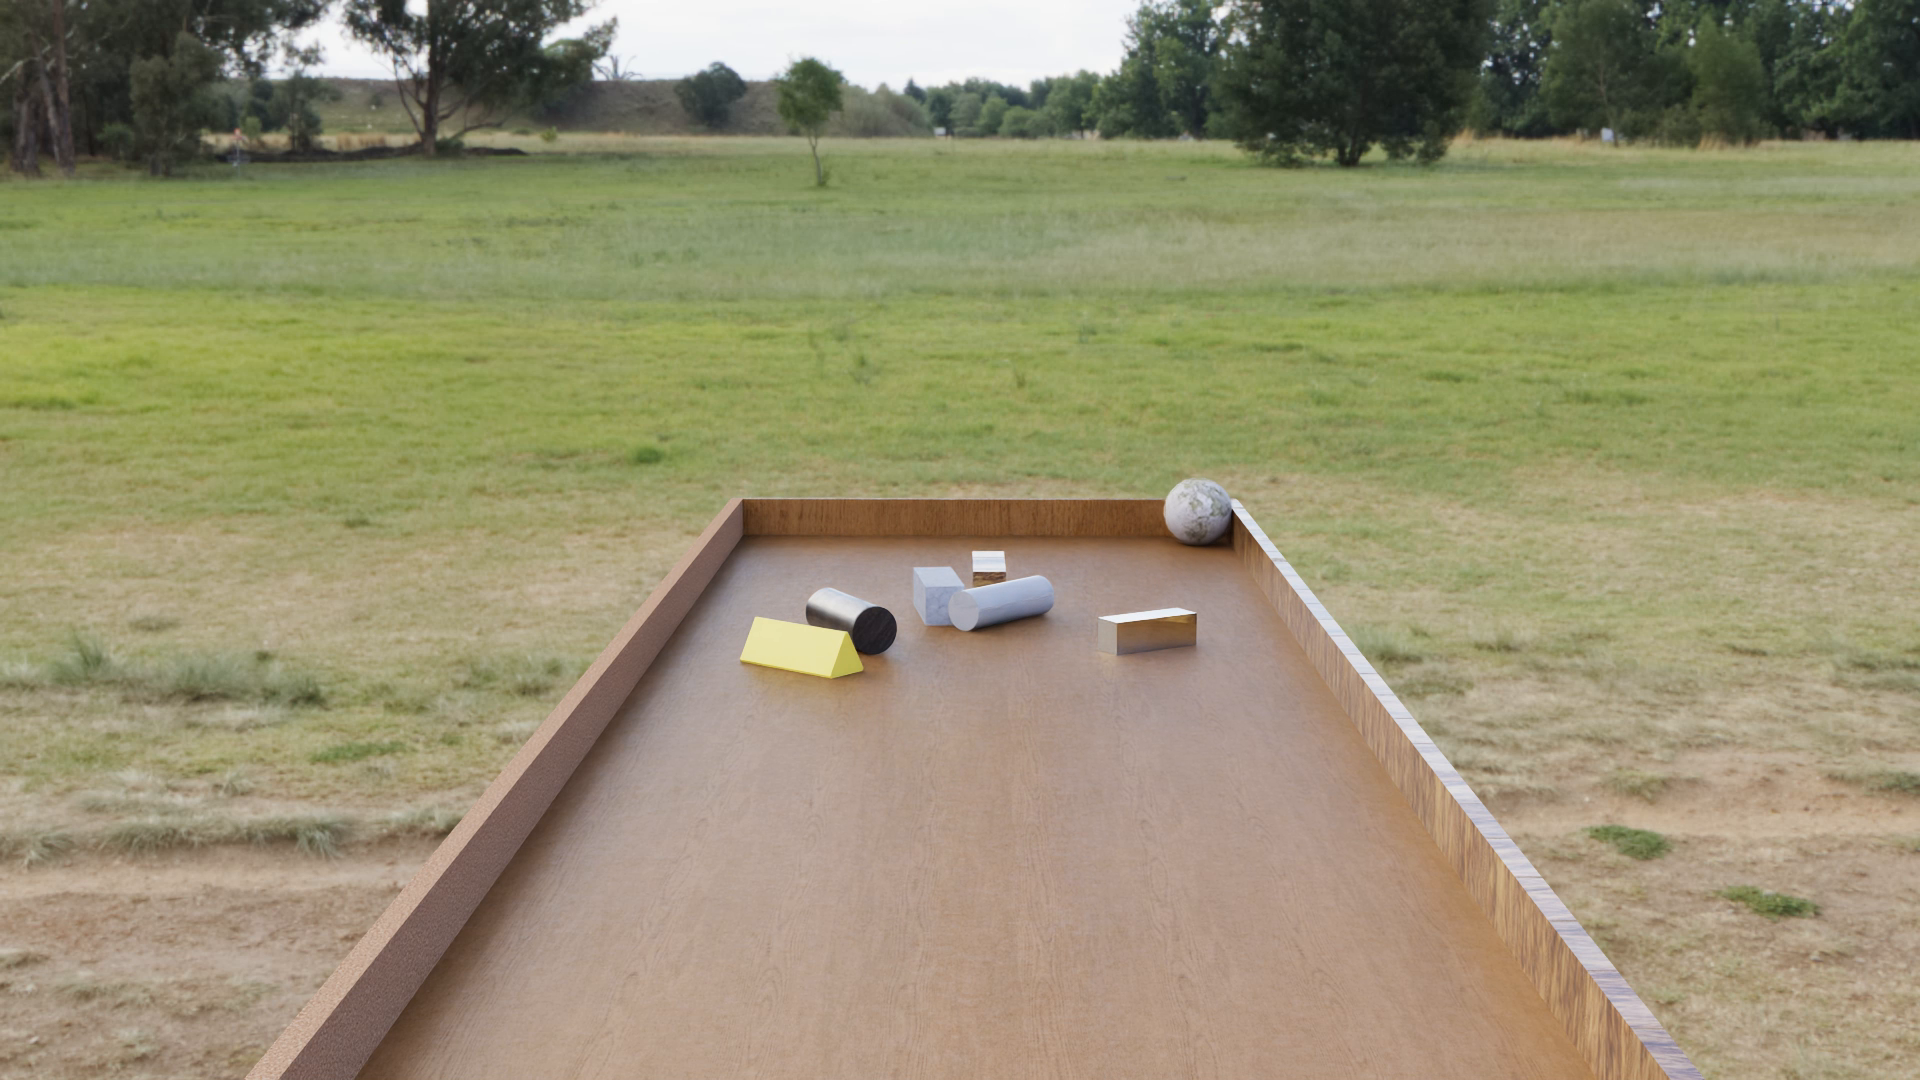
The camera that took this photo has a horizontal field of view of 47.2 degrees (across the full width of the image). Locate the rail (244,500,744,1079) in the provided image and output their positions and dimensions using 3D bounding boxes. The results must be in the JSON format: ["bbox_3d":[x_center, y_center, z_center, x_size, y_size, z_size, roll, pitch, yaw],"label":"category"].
[{"bbox_3d":[-1.004,0.839,3.234,0.050,0.150,12.000,0,9,1],"label":"rail"}]

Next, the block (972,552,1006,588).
[{"bbox_3d":[0.102,0.132,7.815,0.114,0.114,0.434,0,9,0],"label":"block"}]

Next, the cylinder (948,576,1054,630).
[{"bbox_3d":[0.139,0.208,7.278,0.132,0.132,0.387,8,12,41],"label":"cylinder"}]

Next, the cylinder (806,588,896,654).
[{"bbox_3d":[-0.346,0.253,6.932,0.150,0.150,0.368,-5,10,-27],"label":"cylinder"}]

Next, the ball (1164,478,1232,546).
[{"bbox_3d":[0.958,-0.115,8.855,0.275,0.275,0.275,0,9,0],"label":"ball"}]

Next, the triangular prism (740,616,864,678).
[{"bbox_3d":[-0.478,0.314,6.606,0.372,0.125,0.144,7,12,39],"label":"triangular prism"}]

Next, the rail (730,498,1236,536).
[{"bbox_3d":[0.099,-0.098,9.147,2.100,0.150,0.050,0,9,1],"label":"rail"}]

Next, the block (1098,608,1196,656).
[{"bbox_3d":[0.586,0.286,6.878,0.308,0.103,0.103,-6,11,-31],"label":"block"}]

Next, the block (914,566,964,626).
[{"bbox_3d":[-0.072,0.187,7.416,0.130,0.130,0.376,-1,9,-7],"label":"block"}]

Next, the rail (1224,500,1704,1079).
[{"bbox_3d":[1.046,0.843,3.208,0.050,0.150,12.000,0,9,1],"label":"rail"}]
